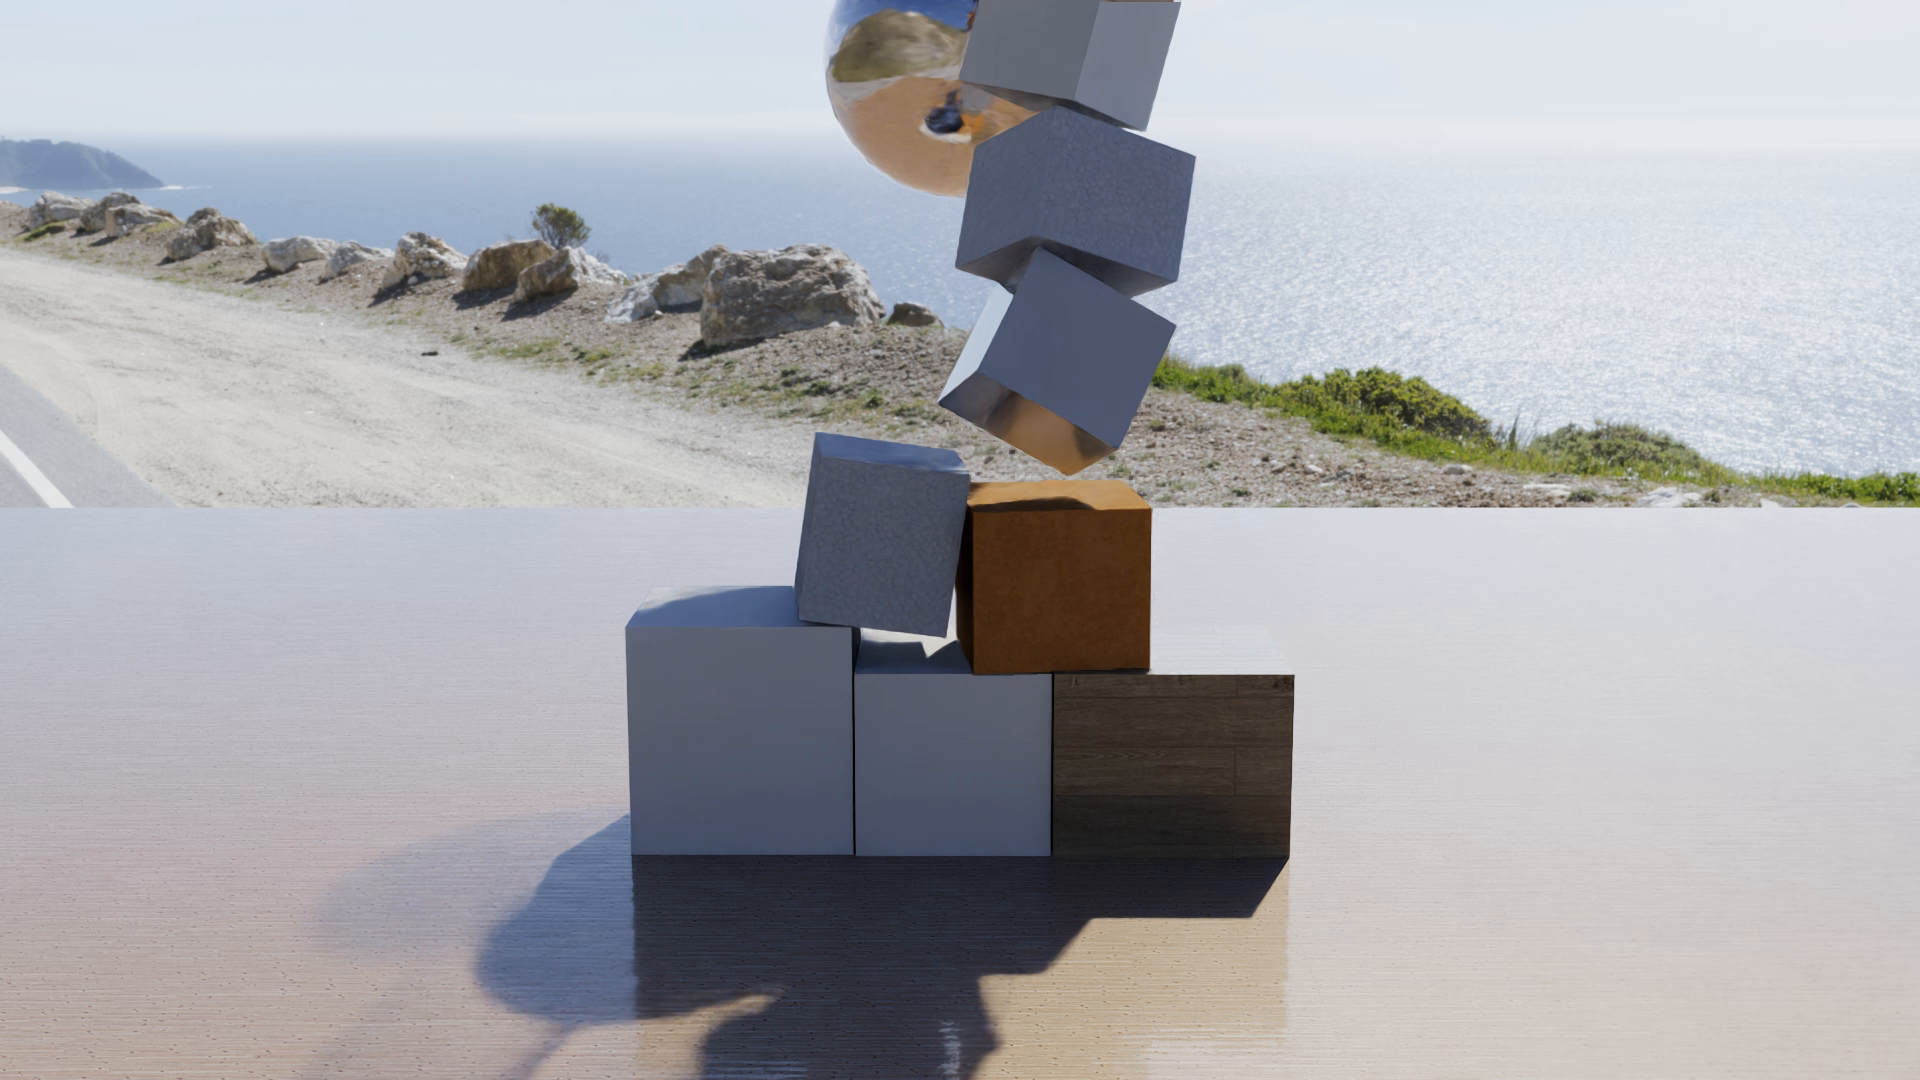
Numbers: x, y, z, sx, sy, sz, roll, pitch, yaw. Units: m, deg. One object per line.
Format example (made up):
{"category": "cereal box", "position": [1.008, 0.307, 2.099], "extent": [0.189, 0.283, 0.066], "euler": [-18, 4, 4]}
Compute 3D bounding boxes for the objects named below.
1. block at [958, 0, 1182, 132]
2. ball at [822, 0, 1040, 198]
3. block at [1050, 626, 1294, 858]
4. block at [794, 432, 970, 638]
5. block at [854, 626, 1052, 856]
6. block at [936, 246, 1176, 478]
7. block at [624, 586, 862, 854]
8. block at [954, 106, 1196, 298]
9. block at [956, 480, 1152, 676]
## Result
{"category": "block", "position": [0.550, -2.485, 10.762], "extent": [0.718, 0.740, 0.636], "euler": [19, 6, 37]}
{"category": "ball", "position": [0.000, -2.798, 12.780], "extent": [1.600, 1.600, 1.600], "euler": [0, 10, 0]}
{"category": "block", "position": [1.047, 1.018, 11.353], "extent": [1.175, 0.936, 1.095], "euler": [0, 10, 0]}
{"category": "block", "position": [-0.407, -0.038, 11.086], "extent": [0.733, 0.818, 0.797], "euler": [7, 10, -7]}
{"category": "block", "position": [-0.034, 1.016, 11.379], "extent": [0.967, 0.929, 1.078], "euler": [0, 10, 0]}
{"category": "block", "position": [0.461, -0.852, 10.719], "extent": [0.771, 0.692, 0.739], "euler": [29, -15, -10]}
{"category": "block", "position": [-1.084, 0.905, 11.347], "extent": [1.107, 1.160, 1.018], "euler": [0, 10, 0]}
{"category": "block", "position": [0.564, -1.620, 10.891], "extent": [0.808, 0.649, 0.813], "euler": [14, -12, -26]}
{"category": "block", "position": [0.455, 0.172, 11.089], "extent": [0.873, 0.807, 0.819], "euler": [-1, 12, -6]}
